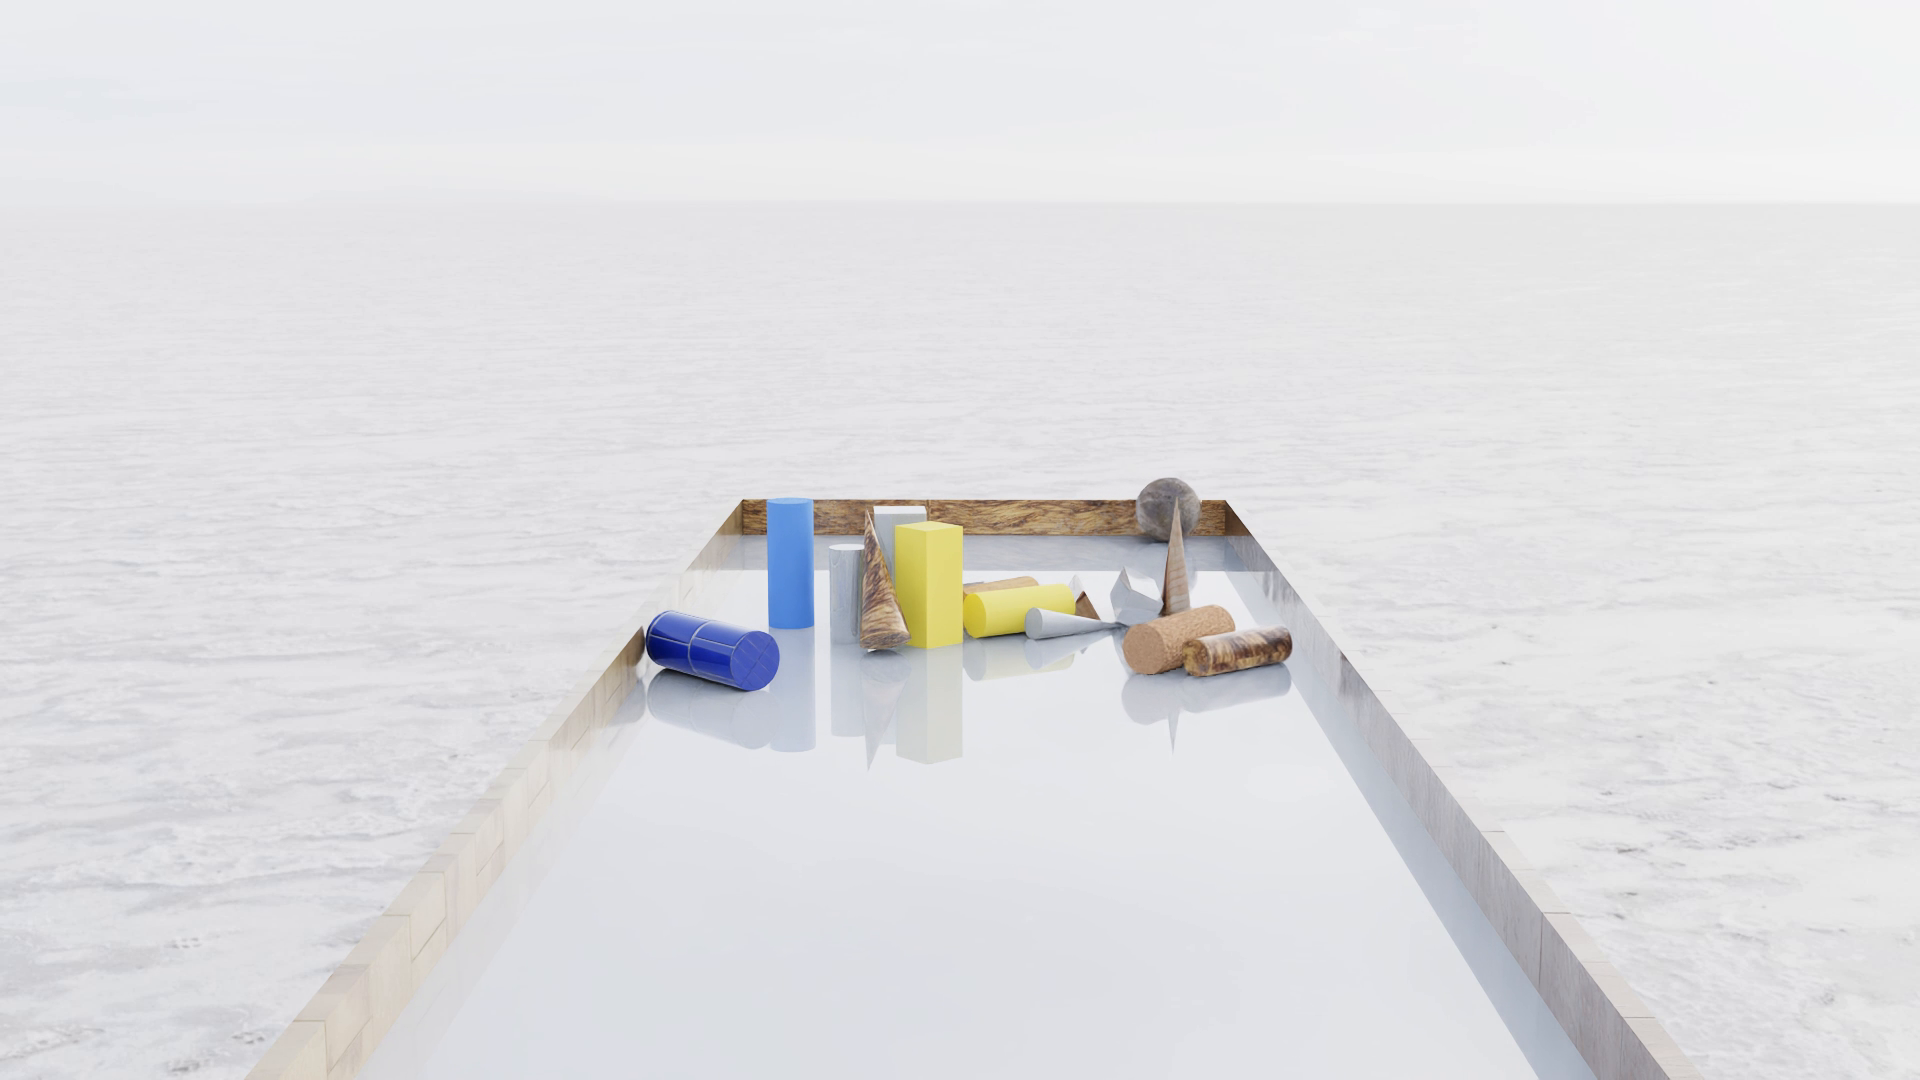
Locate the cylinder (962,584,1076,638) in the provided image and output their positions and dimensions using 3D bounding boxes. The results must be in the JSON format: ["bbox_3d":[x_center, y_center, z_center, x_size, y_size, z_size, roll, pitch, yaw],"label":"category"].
[{"bbox_3d":[0.191,0.227,7.119,0.344,0.143,0.143,-6,11,-31],"label":"cylinder"}]

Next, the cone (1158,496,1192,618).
[{"bbox_3d":[0.704,0.069,7.174,0.122,0.437,0.122,0,9,0],"label":"cone"}]

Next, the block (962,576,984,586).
[{"bbox_3d":[-0.084,0.178,7.485,0.125,0.125,0.407,-6,11,-33],"label":"block"}]

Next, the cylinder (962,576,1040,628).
[{"bbox_3d":[0.112,0.205,7.289,0.331,0.133,0.133,-9,12,-44],"label":"cylinder"}]

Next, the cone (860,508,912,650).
[{"bbox_3d":[-0.263,0.103,6.855,0.162,0.449,0.162,-8,-18,-3],"label":"cone"}]

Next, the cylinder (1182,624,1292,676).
[{"bbox_3d":[0.831,0.329,6.573,0.353,0.113,0.113,-7,11,-38],"label":"cylinder"}]

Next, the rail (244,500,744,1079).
[{"bbox_3d":[-1.004,0.839,3.234,0.050,0.150,12.000,0,9,1],"label":"rail"}]

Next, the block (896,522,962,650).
[{"bbox_3d":[-0.098,0.140,6.938,0.151,0.372,0.151,-8,12,-41],"label":"block"}]

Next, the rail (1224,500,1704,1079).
[{"bbox_3d":[1.046,0.843,3.208,0.050,0.150,12.000,0,9,1],"label":"rail"}]

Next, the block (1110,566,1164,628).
[{"bbox_3d":[0.581,0.197,7.279,0.115,0.115,0.452,26,9,-3],"label":"block"}]

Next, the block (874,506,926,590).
[{"bbox_3d":[-0.197,0.090,7.216,0.168,0.383,0.168,-1,9,-3],"label":"block"}]

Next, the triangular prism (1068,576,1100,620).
[{"bbox_3d":[0.403,0.194,7.432,0.121,0.104,0.317,0,9,-2],"label":"triangular prism"}]

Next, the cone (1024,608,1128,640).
[{"bbox_3d":[0.395,0.275,7.111,0.384,0.103,0.103,3,6,-33],"label":"cone"}]

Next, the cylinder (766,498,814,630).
[{"bbox_3d":[-0.555,0.075,7.215,0.152,0.413,0.152,0,9,0],"label":"cylinder"}]

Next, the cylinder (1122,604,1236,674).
[{"bbox_3d":[0.665,0.298,6.640,0.153,0.153,0.394,7,11,38],"label":"cylinder"}]

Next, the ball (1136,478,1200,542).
[{"bbox_3d":[0.844,-0.125,8.958,0.262,0.262,0.262,0,9,0],"label":"ball"}]

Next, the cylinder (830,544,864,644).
[{"bbox_3d":[-0.353,0.171,6.970,0.121,0.301,0.121,0,9,0],"label":"cylinder"}]

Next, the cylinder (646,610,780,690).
[{"bbox_3d":[-0.727,0.320,6.436,0.173,0.173,0.430,-8,12,-41],"label":"cylinder"}]

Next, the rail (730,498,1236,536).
[{"bbox_3d":[0.099,-0.098,9.147,2.100,0.150,0.050,0,9,1],"label":"rail"}]
